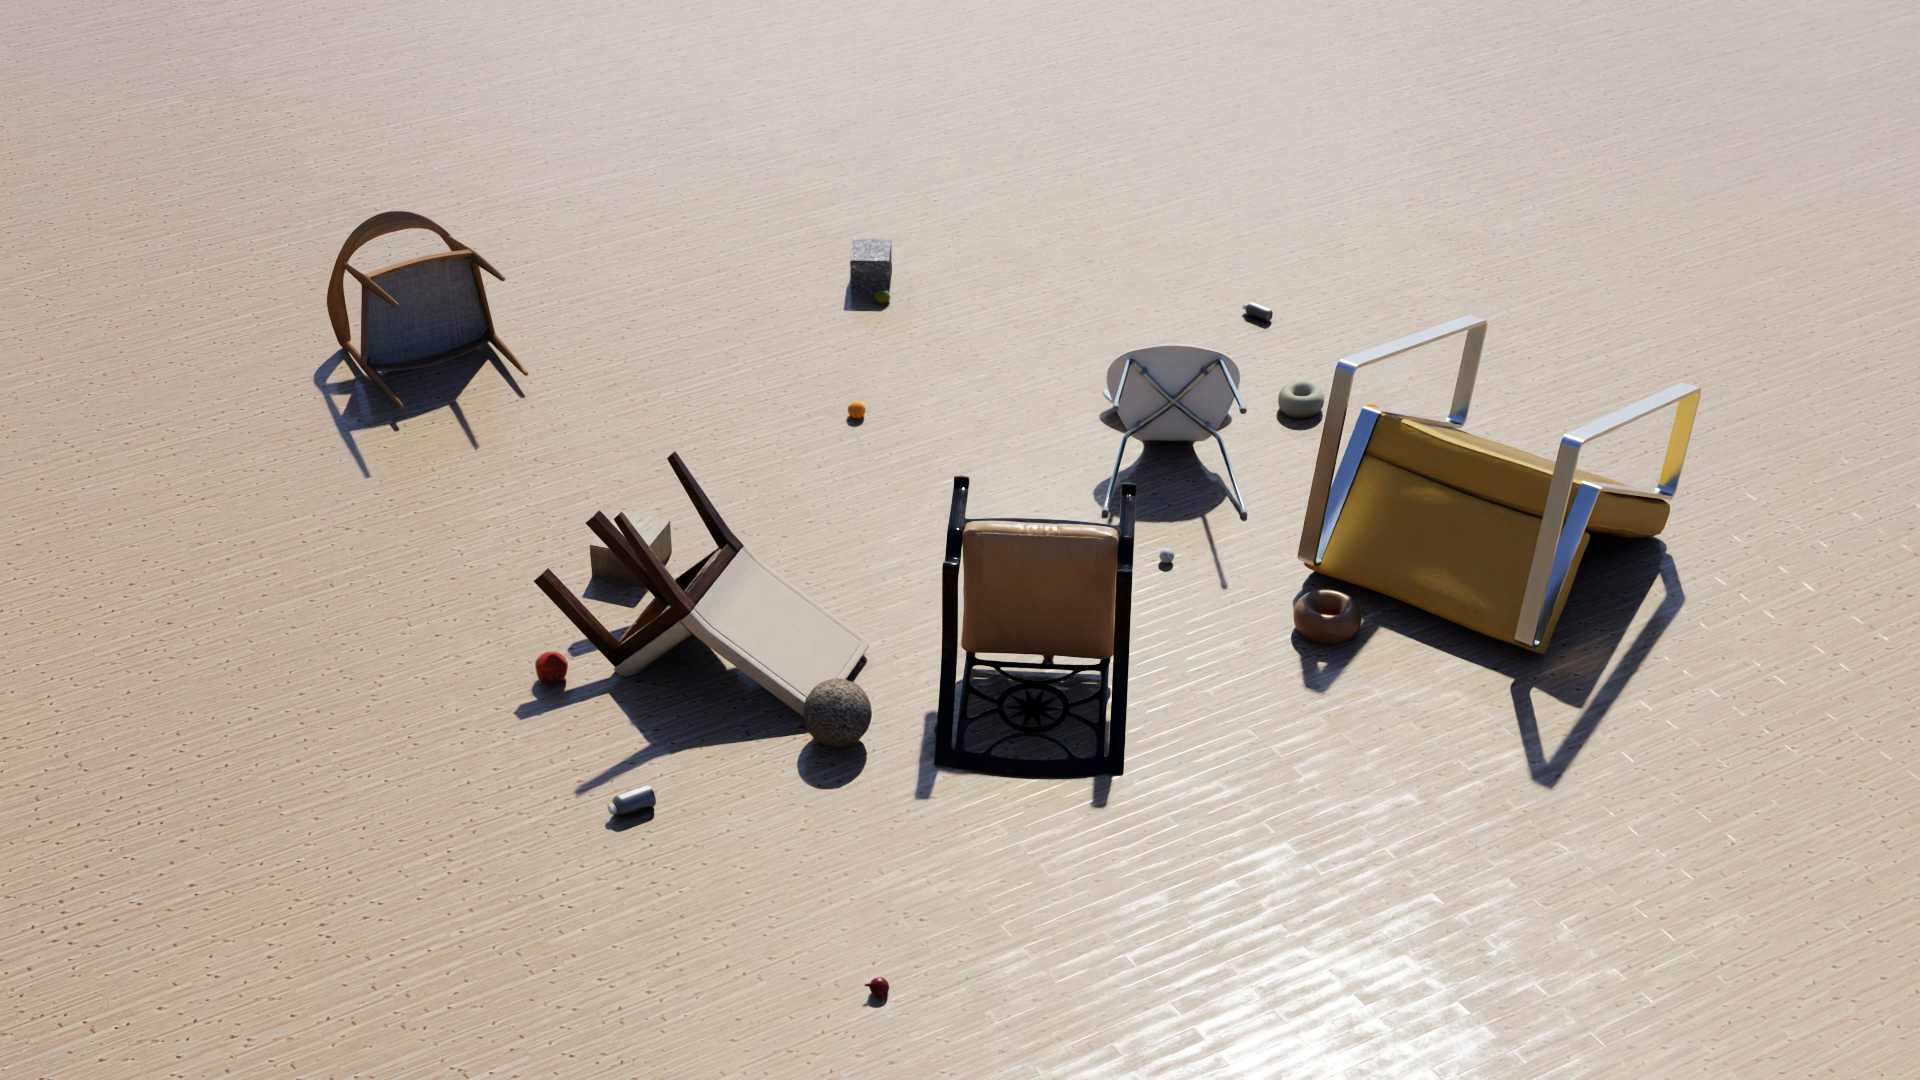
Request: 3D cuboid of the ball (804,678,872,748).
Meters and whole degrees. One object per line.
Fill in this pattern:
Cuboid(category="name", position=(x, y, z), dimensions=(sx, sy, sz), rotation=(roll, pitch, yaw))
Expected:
Cuboid(category="ball", position=(-0.411, 0.581, 9.853), dimensions=(0.231, 0.231, 0.231), rotation=(0, 33, 0))

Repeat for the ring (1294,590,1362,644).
Cuboid(category="ring", position=(1.306, 0.274, 10.425), dimensions=(0.242, 0.118, 0.231), rotation=(7, 35, 7))

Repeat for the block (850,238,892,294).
Cuboid(category="block", position=(-0.381, -1.175, 12.583), dimensions=(0.166, 0.159, 0.203), rotation=(1, 33, 1))

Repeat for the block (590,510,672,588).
Cuboid(category="block", position=(-1.208, 0.031, 10.768), dimensions=(0.210, 0.142, 0.244), rotation=(11, 35, 16))

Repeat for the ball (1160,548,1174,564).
Cuboid(category="ball", position=(0.762, 0.058, 10.805), dimensions=(0.057, 0.057, 0.057), rotation=(0, 33, 0))

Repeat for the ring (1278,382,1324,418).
Cuboid(category="ring", position=(1.363, -0.561, 11.711), dimensions=(0.191, 0.096, 0.180), rotation=(-28, 42, -34))
